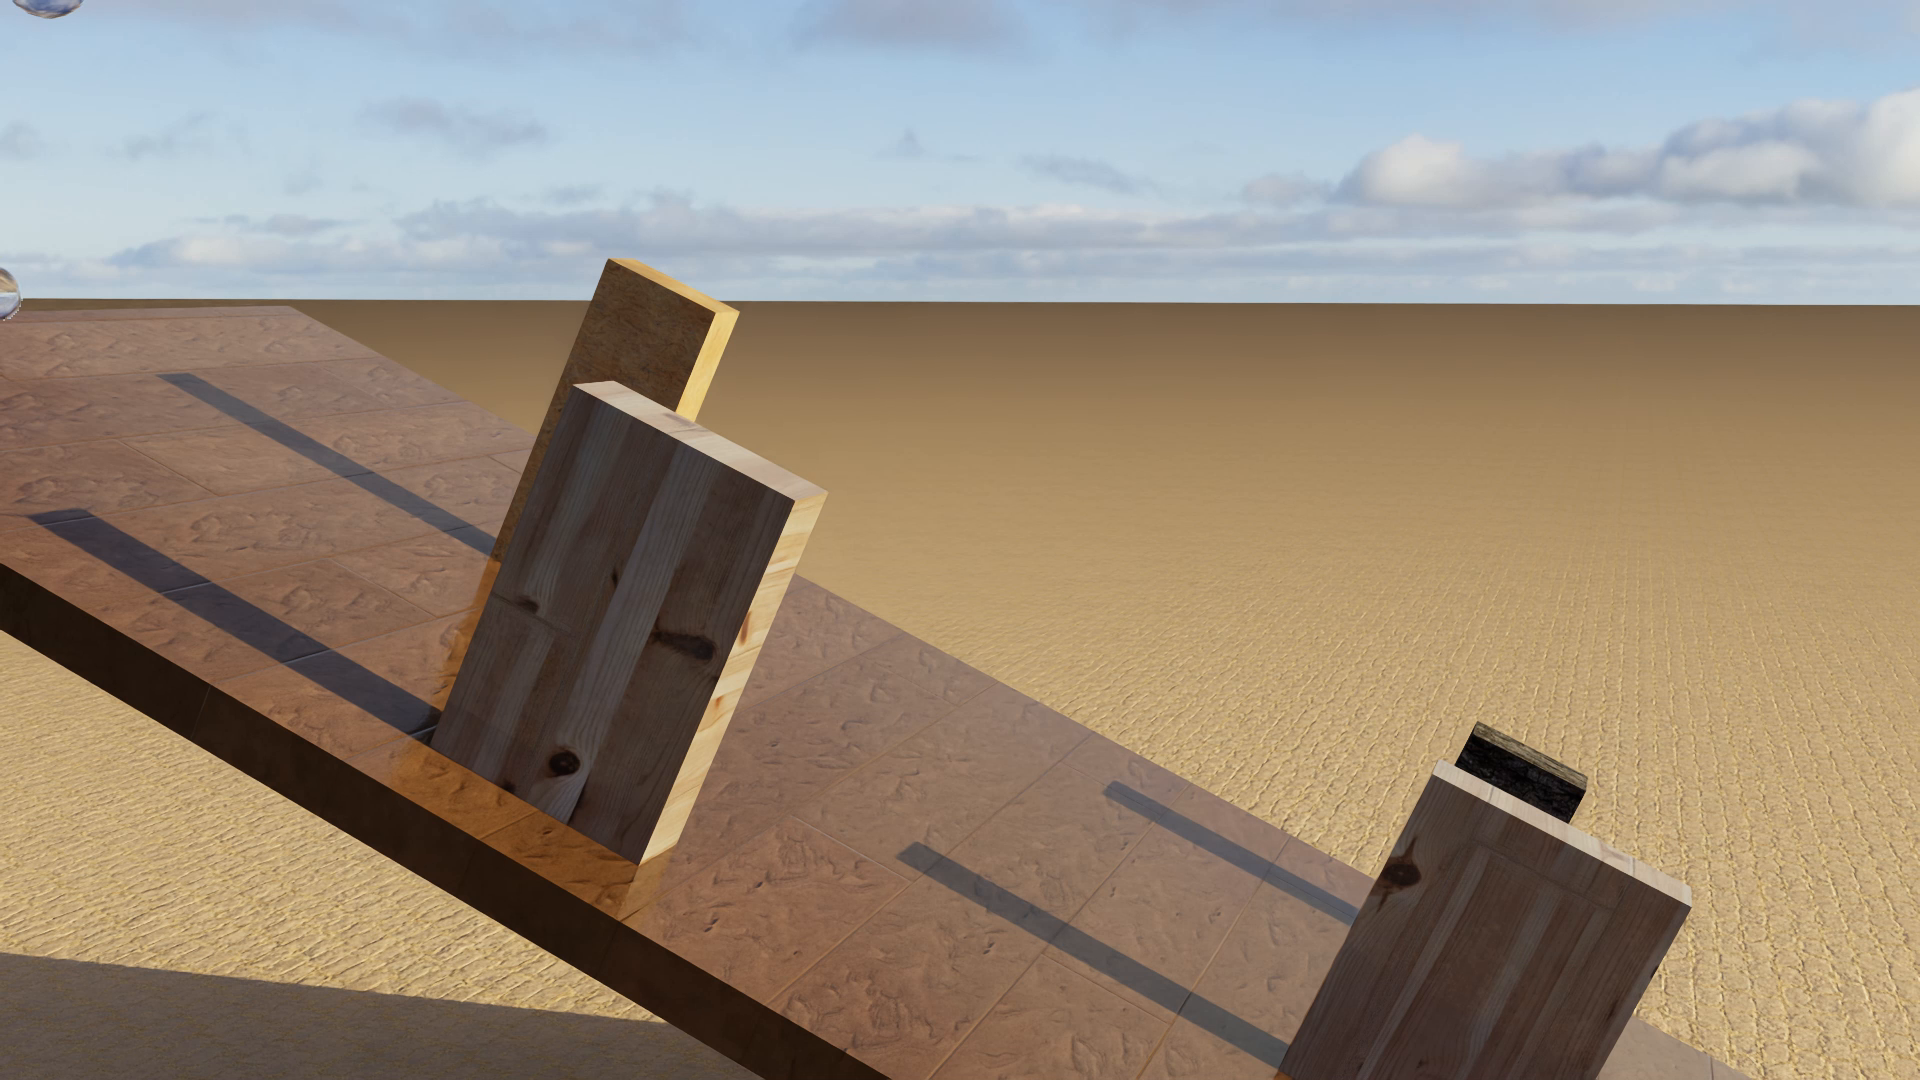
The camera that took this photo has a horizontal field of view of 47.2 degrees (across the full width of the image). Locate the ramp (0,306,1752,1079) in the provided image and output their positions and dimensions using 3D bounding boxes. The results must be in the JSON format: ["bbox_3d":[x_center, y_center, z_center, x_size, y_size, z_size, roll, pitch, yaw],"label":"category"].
[{"bbox_3d":[-0.269,0.461,4.173,4.000,0.100,2.000,27,14,12],"label":"ramp"}]

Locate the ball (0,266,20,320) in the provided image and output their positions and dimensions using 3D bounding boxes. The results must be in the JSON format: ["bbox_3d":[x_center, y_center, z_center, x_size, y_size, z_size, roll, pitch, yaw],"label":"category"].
[{"bbox_3d":[-1.972,-0.503,4.469,0.114,0.114,0.114,0,7,0],"label":"ball"}]

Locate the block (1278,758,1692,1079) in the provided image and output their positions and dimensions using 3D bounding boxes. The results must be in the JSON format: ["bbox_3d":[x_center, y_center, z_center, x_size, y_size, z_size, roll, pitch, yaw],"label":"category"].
[{"bbox_3d":[0.863,0.728,3.642,0.448,0.576,0.123,27,14,12],"label":"block"}]

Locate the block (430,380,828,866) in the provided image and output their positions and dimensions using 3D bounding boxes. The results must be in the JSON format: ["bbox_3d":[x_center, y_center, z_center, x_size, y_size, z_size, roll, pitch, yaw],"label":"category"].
[{"bbox_3d":[-0.521,0.126,3.433,0.397,0.634,0.140,27,14,12],"label":"block"}]

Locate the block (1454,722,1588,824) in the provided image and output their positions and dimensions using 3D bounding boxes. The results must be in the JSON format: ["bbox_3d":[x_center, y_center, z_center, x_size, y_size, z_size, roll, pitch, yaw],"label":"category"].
[{"bbox_3d":[1.059,0.648,4.503,0.245,0.479,0.135,27,14,12],"label":"block"}]

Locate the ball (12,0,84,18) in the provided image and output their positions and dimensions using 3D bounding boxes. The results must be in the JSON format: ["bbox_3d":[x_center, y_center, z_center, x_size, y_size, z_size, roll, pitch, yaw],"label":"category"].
[{"bbox_3d":[-1.887,-1.164,4.543,0.169,0.169,0.169,0,7,0],"label":"ball"}]

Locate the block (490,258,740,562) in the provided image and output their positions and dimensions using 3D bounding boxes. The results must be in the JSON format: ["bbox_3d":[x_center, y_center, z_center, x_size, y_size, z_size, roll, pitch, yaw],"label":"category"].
[{"bbox_3d":[-0.690,-0.208,4.382,0.249,0.656,0.117,27,14,12],"label":"block"}]
